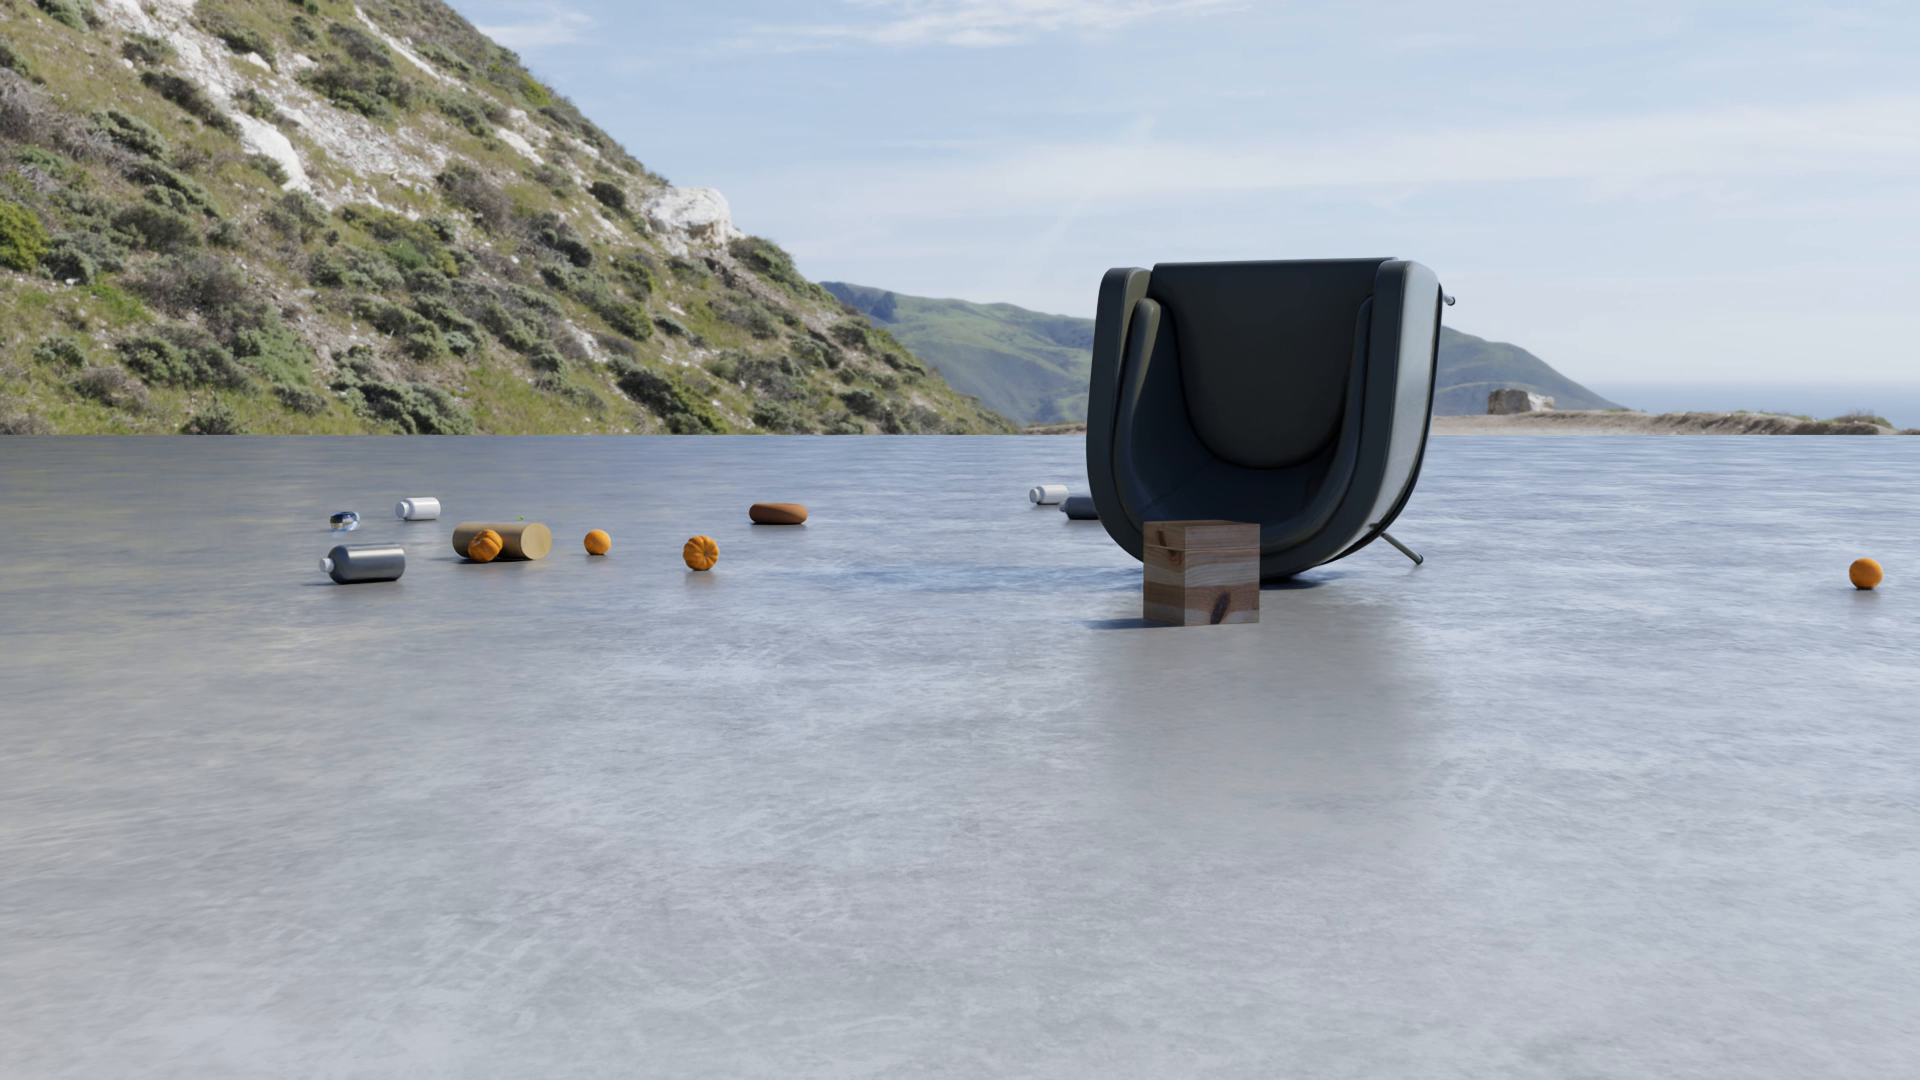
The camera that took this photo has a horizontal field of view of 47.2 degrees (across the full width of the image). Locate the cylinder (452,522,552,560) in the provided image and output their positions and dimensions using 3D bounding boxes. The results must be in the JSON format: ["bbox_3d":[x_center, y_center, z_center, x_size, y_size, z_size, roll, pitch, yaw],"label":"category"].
[{"bbox_3d":[-1.211,0.001,5.823,0.201,0.098,0.170,1,1,18],"label":"cylinder"}]

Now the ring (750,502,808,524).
[{"bbox_3d":[-0.610,-0.089,7.378,0.172,0.065,0.259,-1,3,-35],"label":"ring"}]

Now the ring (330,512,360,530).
[{"bbox_3d":[-1.960,-0.060,7.010,0.090,0.057,0.138,-1,5,2],"label":"ring"}]

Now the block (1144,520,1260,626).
[{"bbox_3d":[0.467,0.062,4.261,0.165,0.190,0.161,-2,4,-24],"label":"block"}]
